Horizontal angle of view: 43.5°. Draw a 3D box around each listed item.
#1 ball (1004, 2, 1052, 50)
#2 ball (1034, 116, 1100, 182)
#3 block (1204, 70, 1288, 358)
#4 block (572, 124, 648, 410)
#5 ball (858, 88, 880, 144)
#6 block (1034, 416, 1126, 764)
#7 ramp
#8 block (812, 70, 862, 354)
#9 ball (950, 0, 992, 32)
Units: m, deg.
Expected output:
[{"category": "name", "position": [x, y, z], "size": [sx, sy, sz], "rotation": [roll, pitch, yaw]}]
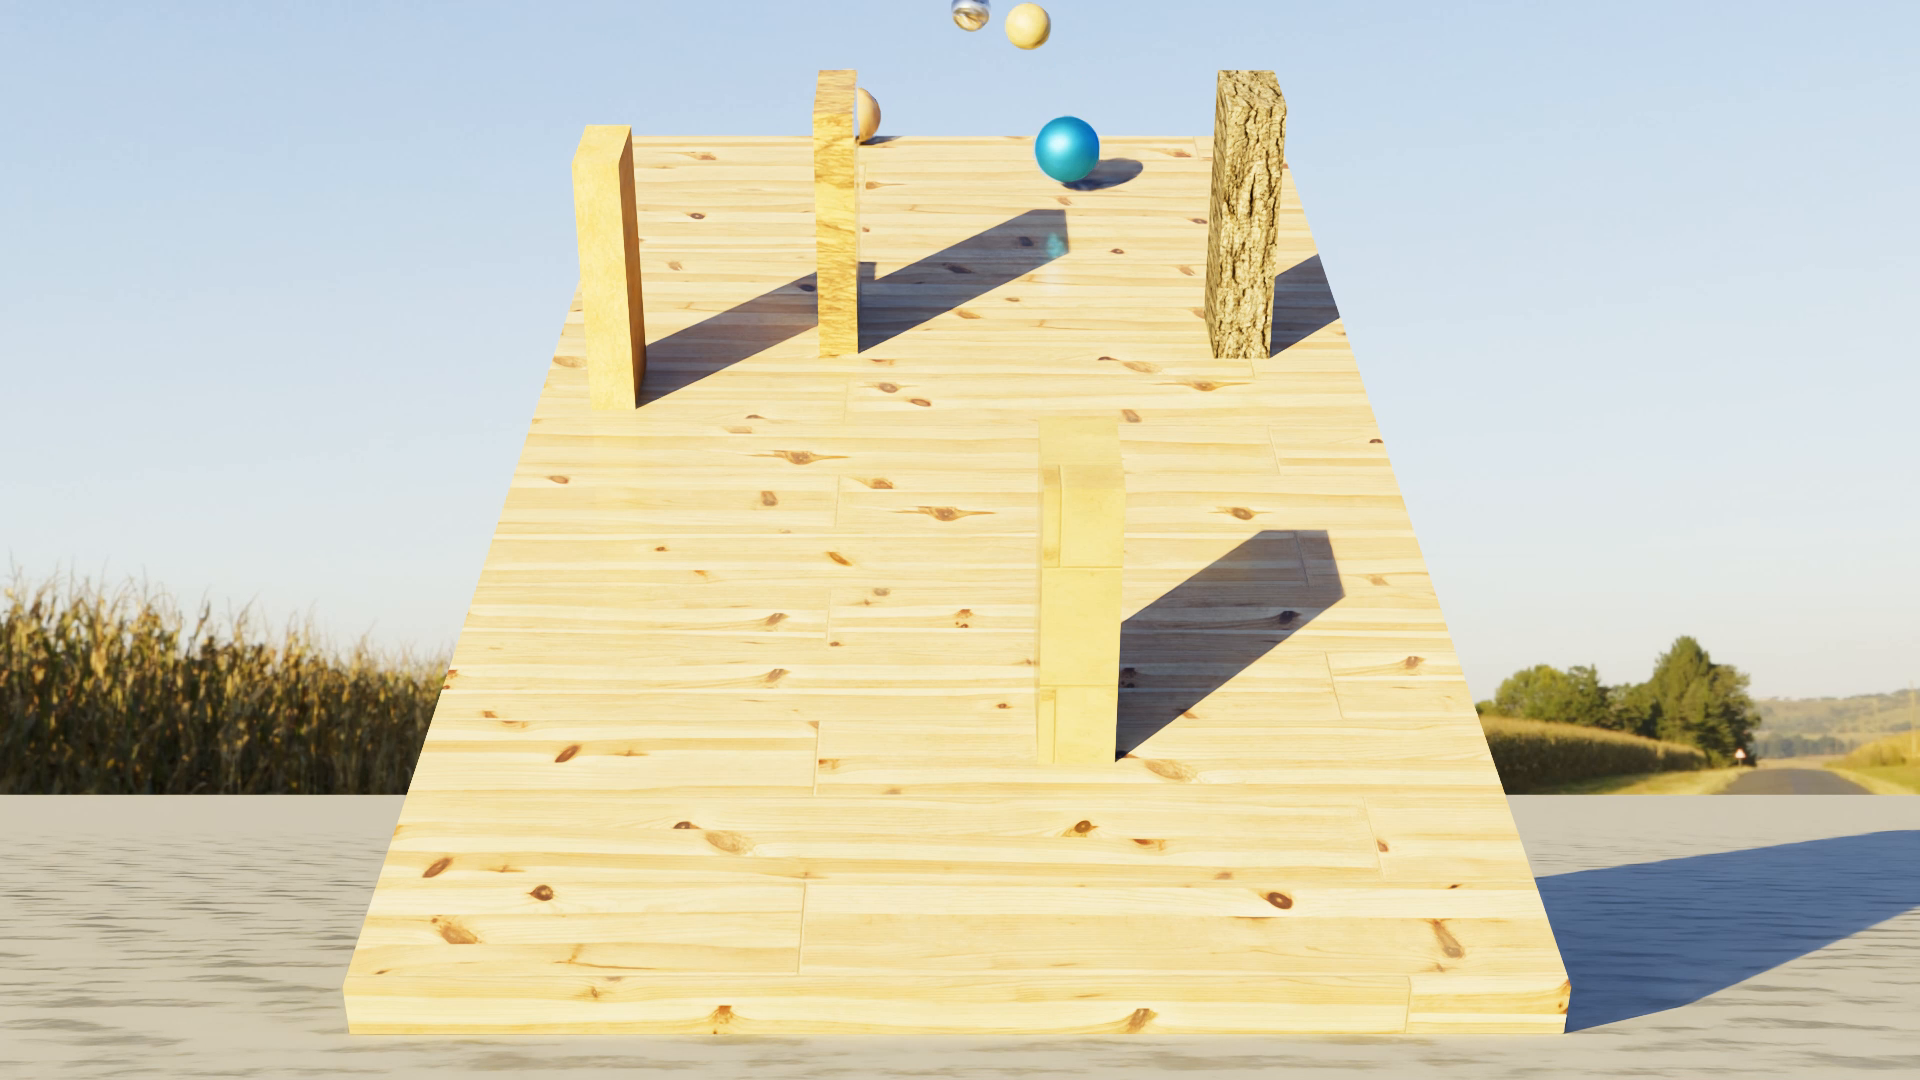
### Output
[{"category": "ball", "position": [0.196, -1.476, 6.921], "size": [0.134, 0.134, 0.134], "rotation": [0, -6, 0]}, {"category": "ball", "position": [0.310, -1.127, 6.942], "size": [0.188, 0.188, 0.188], "rotation": [0, -6, 0]}, {"category": "block", "position": [0.702, -0.803, 5.966], "size": [0.138, 0.656, 0.269], "rotation": [0, 29, 0]}, {"category": "block", "position": [-0.828, -0.644, 5.712], "size": [0.105, 0.619, 0.258], "rotation": [0, 29, 0]}, {"category": "ball", "position": [-0.326, -1.290, 7.312], "size": [0.172, 0.172, 0.172], "rotation": [0, -6, 0]}, {"category": "block", "position": [0.216, 0.093, 4.456], "size": [0.142, 0.579, 0.283], "rotation": [0, 29, 0]}, {"category": "ramp", "position": [-0.013, -0.214, 5.686], "size": [2.000, 0.100, 4.000], "rotation": [0, 29, 0]}, {"category": "block", "position": [-0.304, -0.817, 6.010], "size": [0.095, 0.629, 0.319], "rotation": [0, 29, 0]}, {"category": "ball", "position": [0.032, -1.565, 7.118], "size": [0.122, 0.122, 0.122], "rotation": [0, -6, 0]}]
